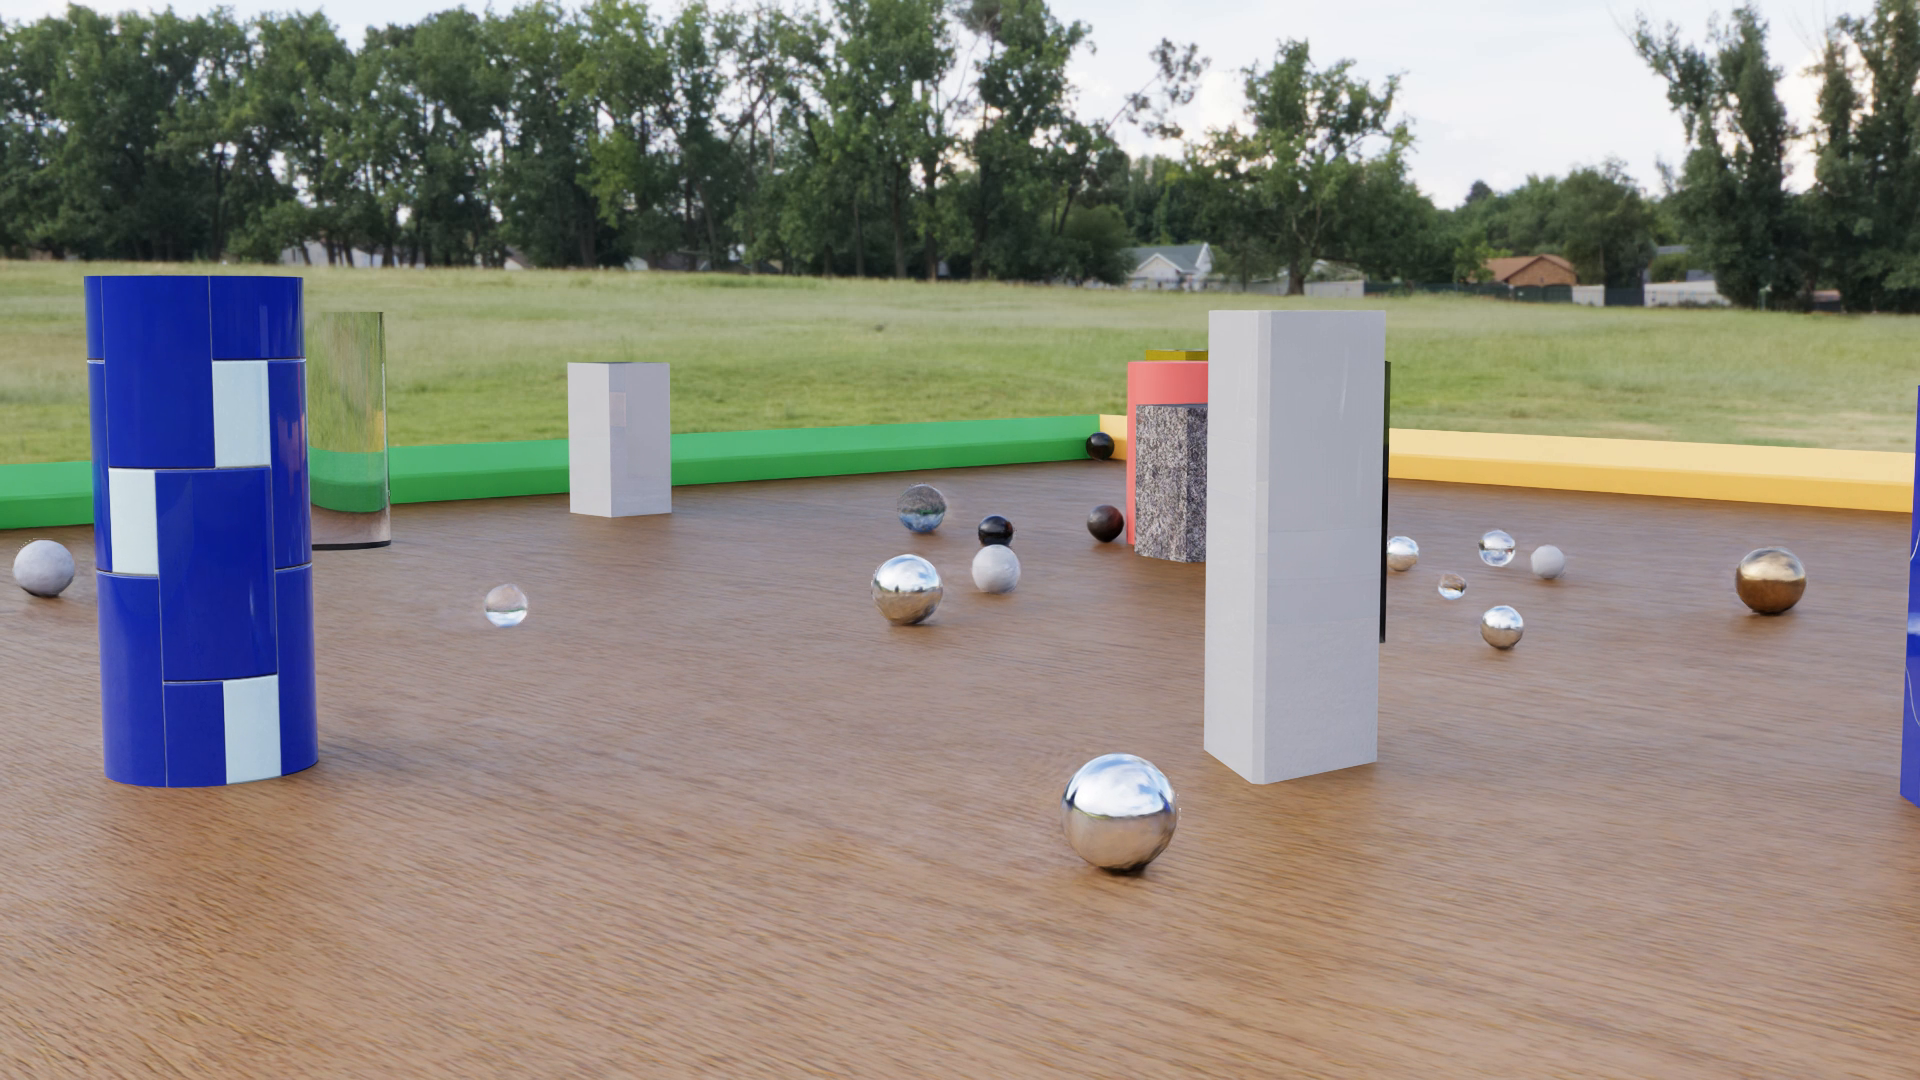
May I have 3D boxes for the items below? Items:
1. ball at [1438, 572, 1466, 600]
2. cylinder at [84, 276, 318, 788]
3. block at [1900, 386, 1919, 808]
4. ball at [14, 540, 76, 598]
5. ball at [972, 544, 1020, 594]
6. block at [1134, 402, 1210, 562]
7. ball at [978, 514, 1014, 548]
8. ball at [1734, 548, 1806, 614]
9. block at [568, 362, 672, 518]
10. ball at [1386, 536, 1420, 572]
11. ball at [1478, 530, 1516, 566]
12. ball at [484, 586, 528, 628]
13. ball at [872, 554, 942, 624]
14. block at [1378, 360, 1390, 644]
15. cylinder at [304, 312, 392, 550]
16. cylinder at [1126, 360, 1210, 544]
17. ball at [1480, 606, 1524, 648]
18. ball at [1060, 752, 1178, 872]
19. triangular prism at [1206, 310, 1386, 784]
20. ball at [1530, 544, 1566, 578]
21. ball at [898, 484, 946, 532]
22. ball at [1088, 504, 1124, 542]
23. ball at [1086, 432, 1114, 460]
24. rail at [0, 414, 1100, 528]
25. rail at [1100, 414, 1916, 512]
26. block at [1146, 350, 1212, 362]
[{"bbox_3d":[0.761,0.071,3.402,0.043,0.043,0.043,0,6,0],"label":"ball"},{"bbox_3d":[-0.734,-0.015,2.137,0.200,0.477,0.200,0,6,0],"label":"cylinder"},{"bbox_3d":[0.939,0.056,1.926,0.160,0.378,0.160,1,6,7],"label":"block"},{"bbox_3d":[-1.429,0.045,3.432,0.089,0.089,0.089,0,6,0],"label":"ball"},{"bbox_3d":[0.057,0.046,3.471,0.078,0.078,0.078,0,6,0],"label":"ball"},{"bbox_3d":[0.430,-0.107,3.997,0.160,0.275,0.160,-3,7,-30],"label":"block"},{"bbox_3d":[0.067,-0.014,4.099,0.067,0.067,0.067,0,6,0],"label":"ball"},{"bbox_3d":[1.193,0.060,3.237,0.099,0.099,0.099,0,6,0],"label":"ball"},{"bbox_3d":[-0.752,-0.226,4.859,0.160,0.331,0.160,-6,8,-43],"label":"block"},{"bbox_3d":[0.758,0.023,3.778,0.060,0.060,0.060,0,6,0],"label":"ball"},{"bbox_3d":[0.938,0.015,3.842,0.063,0.063,0.063,0,6,0],"label":"ball"},{"bbox_3d":[-0.640,0.094,3.101,0.060,0.060,0.060,0,6,0],"label":"ball"},{"bbox_3d":[-0.075,0.071,3.131,0.100,0.100,0.100,0,6,0],"label":"ball"},{"bbox_3d":[0.501,-0.058,3.025,0.160,0.377,0.160,1,6,6],"label":"block"},{"bbox_3d":[-1.189,-0.211,4.175,0.200,0.443,0.200,0,6,0],"label":"cylinder"},{"bbox_3d":[0.421,-0.169,4.237,0.200,0.347,0.200,0,6,0],"label":"cylinder"},{"bbox_3d":[0.718,0.115,2.911,0.057,0.057,0.057,0,6,0],"label":"ball"},{"bbox_3d":[0.127,0.217,1.754,0.094,0.094,0.094,0,6,0],"label":"ball"},{"bbox_3d":[0.300,-0.002,2.166,0.173,0.445,0.150,-5,8,-40],"label":"triangular prism"},{"bbox_3d":[0.980,0.036,3.669,0.057,0.057,0.057,0,6,0],"label":"ball"},{"bbox_3d":[-0.077,-0.063,4.425,0.097,0.097,0.097,0,6,0],"label":"ball"},{"bbox_3d":[0.282,-0.033,4.264,0.071,0.071,0.071,0,6,0],"label":"ball"},{"bbox_3d":[0.419,-0.281,6.575,0.087,0.087,0.087,0,6,0],"label":"ball"},{"bbox_3d":[-1.473,-0.132,4.919,5.206,0.130,0.045,-5,8,-42],"label":"rail"},{"bbox_3d":[1.896,-0.147,5.071,0.045,0.130,4.391,-5,8,-42],"label":"rail"},{"bbox_3d":[0.498,-0.217,4.620,0.160,0.363,0.160,-3,7,-26],"label":"block"}]
